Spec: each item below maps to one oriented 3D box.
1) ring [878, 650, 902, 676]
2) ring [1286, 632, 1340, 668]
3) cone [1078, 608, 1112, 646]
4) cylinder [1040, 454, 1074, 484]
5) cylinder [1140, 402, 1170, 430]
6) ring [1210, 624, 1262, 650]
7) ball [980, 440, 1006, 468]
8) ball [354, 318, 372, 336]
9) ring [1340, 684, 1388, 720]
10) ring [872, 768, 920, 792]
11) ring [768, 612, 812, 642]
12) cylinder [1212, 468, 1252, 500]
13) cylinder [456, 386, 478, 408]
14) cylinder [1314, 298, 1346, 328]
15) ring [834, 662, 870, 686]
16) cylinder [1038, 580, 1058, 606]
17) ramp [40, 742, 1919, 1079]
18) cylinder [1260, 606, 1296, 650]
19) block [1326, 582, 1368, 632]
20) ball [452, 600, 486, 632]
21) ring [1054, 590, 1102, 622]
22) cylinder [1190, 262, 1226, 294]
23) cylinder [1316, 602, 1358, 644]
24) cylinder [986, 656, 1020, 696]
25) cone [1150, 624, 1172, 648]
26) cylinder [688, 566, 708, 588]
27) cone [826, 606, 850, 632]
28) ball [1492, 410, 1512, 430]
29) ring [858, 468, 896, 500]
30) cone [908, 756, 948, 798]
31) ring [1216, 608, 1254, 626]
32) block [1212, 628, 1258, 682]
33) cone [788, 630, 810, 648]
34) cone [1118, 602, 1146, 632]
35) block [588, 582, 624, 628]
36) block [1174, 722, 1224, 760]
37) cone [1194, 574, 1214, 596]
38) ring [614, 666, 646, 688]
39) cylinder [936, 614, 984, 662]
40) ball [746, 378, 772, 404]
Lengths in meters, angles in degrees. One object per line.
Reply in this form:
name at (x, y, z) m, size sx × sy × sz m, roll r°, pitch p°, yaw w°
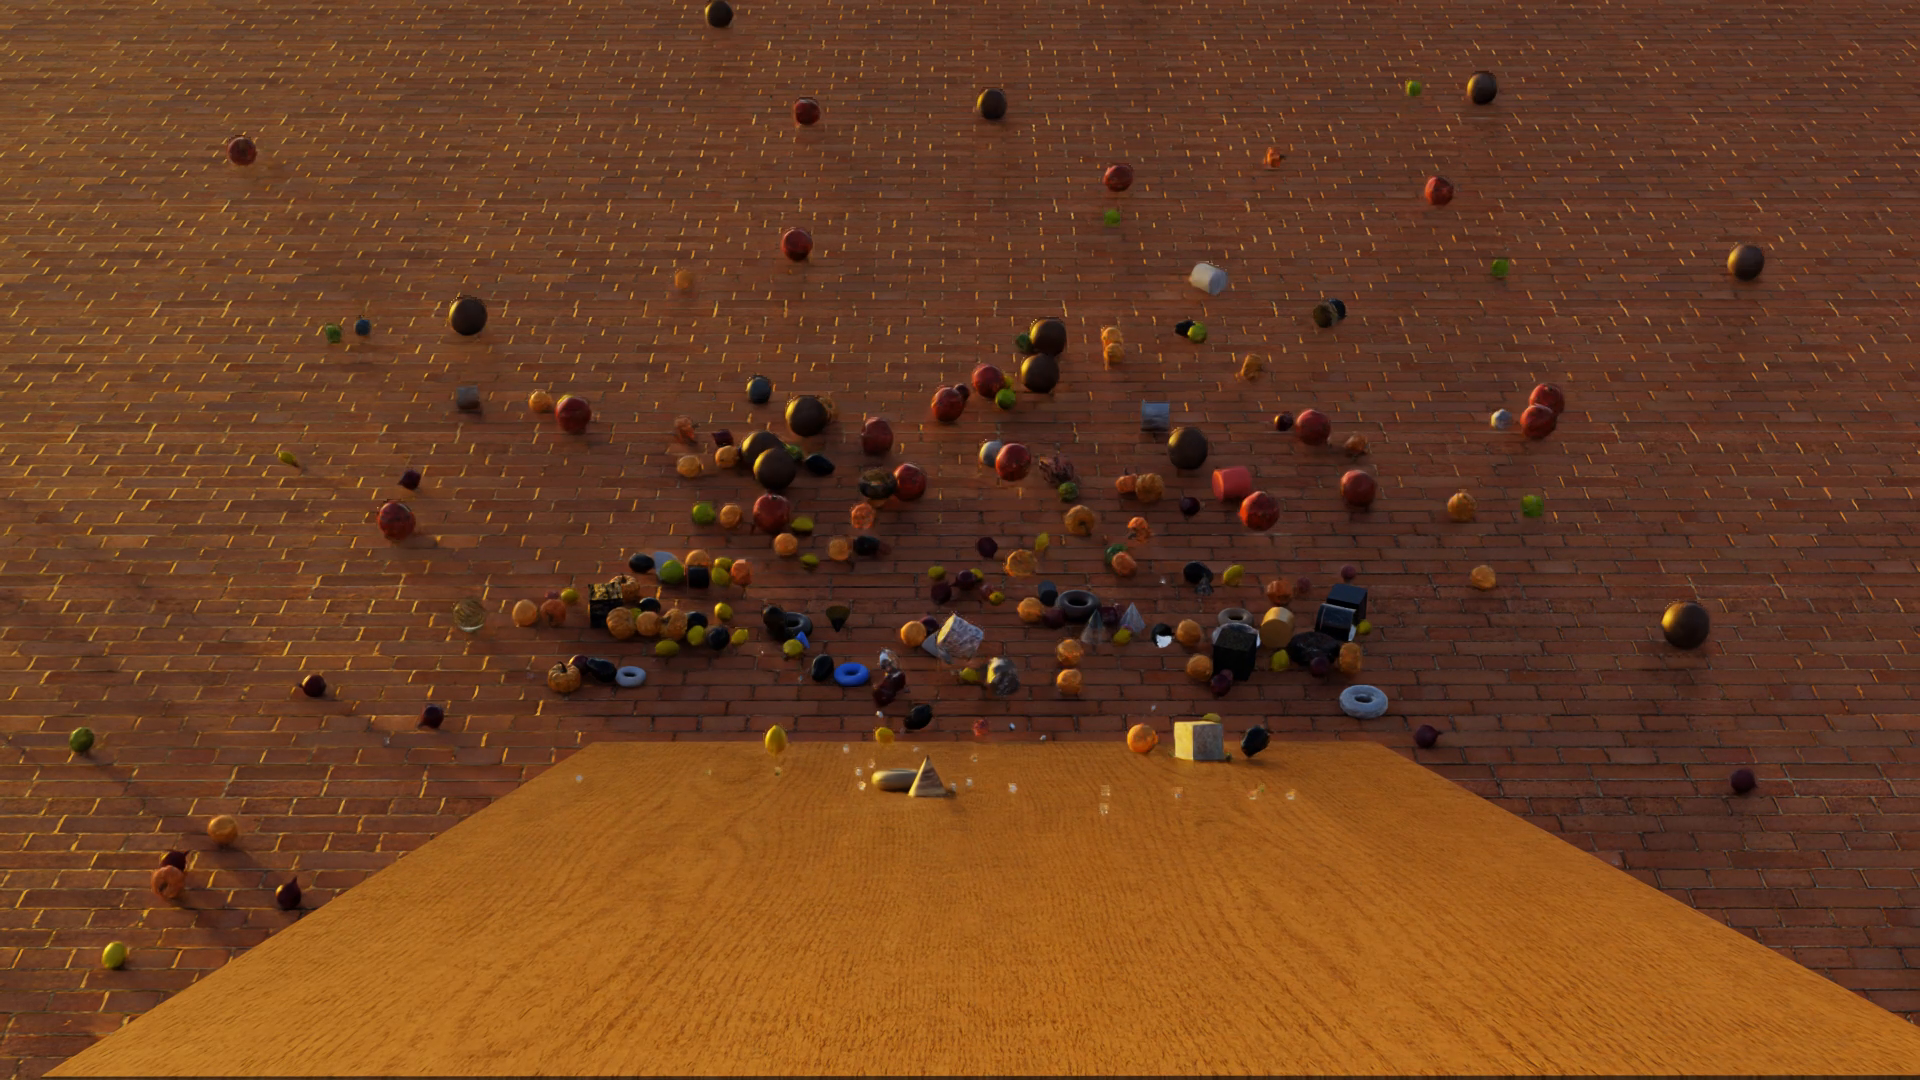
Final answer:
ring at (-0.187, 0.331, 6.952) m, size 0.026 × 0.078 × 0.078 m, roll -32°, pitch 13°, yaw 31°
ring at (0.977, 0.302, 7.147) m, size 0.147 × 0.049 × 0.147 m, roll 0°, pitch 29°, yaw 0°
cone at (0.380, 0.228, 7.232) m, size 0.097 × 0.097 × 0.097 m, roll 0°, pitch 29°, yaw 0°
cylinder at (0.302, -0.221, 8.068) m, size 0.077 × 0.077 × 0.077 m, roll -12°, pitch 31°, yaw -21°
cylinder at (0.633, -0.400, 8.379) m, size 0.091 × 0.091 × 0.091 m, roll 1°, pitch 29°, yaw 3°
ring at (0.767, 0.278, 7.193) m, size 0.143 × 0.048 × 0.143 m, roll -1°, pitch 29°, yaw 1°
ball at (0.106, -0.271, 8.151) m, size 0.085 × 0.085 × 0.085 m, roll 0°, pitch 29°, yaw 0°
ball at (-2.088, -0.744, 9.035) m, size 0.062 × 0.062 × 0.062 m, roll 0°, pitch 29°, yaw 0°
ring at (1.080, 0.433, 6.915) m, size 0.131 × 0.044 × 0.131 m, roll 0°, pitch 30°, yaw 0°
ring at (-0.125, 0.504, 5.435) m, size 0.123 × 0.041 × 0.123 m, roll 1°, pitch 0°, yaw 0°
ring at (-0.477, 0.245, 7.257) m, size 0.129 × 0.043 × 0.129 m, roll 1°, pitch 29°, yaw -1°
cylinder at (0.838, -0.172, 7.964) m, size 0.093 × 0.093 × 0.093 m, roll -9°, pitch 30°, yaw -15°
cylinder at (-1.626, -0.473, 8.535) m, size 0.068 × 0.068 × 0.068 m, roll -5°, pitch 29°, yaw -10°
cylinder at (1.303, -0.801, 9.116) m, size 0.083 × 0.083 × 0.083 m, roll 24°, pitch 37°, yaw 37°
ring at (-0.296, 0.367, 7.046) m, size 0.097 × 0.032 × 0.097 m, roll 0°, pitch 30°, yaw 0°
cylinder at (0.253, 0.152, 7.414) m, size 0.053 × 0.053 × 0.053 m, roll -3°, pitch 29°, yaw -6°
ramp at (0.065, 0.580, 4.626) m, size 2.000 × 0.100 × 4.000 m, roll 0°, pitch 0°, yaw 0°
cylinder at (0.884, 0.245, 7.194) m, size 0.091 × 0.091 × 0.091 m, roll 7°, pitch 22°, yaw 12°
block at (1.091, 0.191, 7.302) m, size 0.093 × 0.093 × 0.093 m, roll 12°, pitch 31°, yaw 20°
ball at (-1.378, 0.213, 7.262) m, size 0.093 × 0.093 × 0.093 m, roll 0°, pitch 29°, yaw 0°
ring at (0.335, 0.188, 7.359) m, size 0.137 × 0.046 × 0.137 m, roll 1°, pitch 30°, yaw -1°
cylinder at (0.900, -0.947, 9.368) m, size 0.093 × 0.093 × 0.093 m, roll -22°, pitch 37°, yaw -34°
cylinder at (1.053, 0.232, 7.226) m, size 0.096 × 0.096 × 0.096 m, roll 12°, pitch 31°, yaw 21°
cylinder at (0.114, 0.369, 6.992) m, size 0.080 × 0.080 × 0.080 m, roll -4°, pitch 29°, yaw -8°
cone at (0.547, 0.266, 7.231) m, size 0.068 × 0.068 × 0.068 m, roll -15°, pitch 6°, yaw -25°
cylinder at (-0.758, 0.107, 7.493) m, size 0.057 × 0.057 × 0.057 m, roll -2°, pitch 29°, yaw -9°
cone at (-0.345, 0.233, 7.290) m, size 0.071 × 0.071 × 0.071 m, roll 0°, pitch 55°, yaw 0°
ball at (1.757, -0.389, 8.383) m, size 0.067 × 0.067 × 0.067 m, roll 0°, pitch 29°, yaw 0°
ring at (-0.251, -0.171, 7.879) m, size 0.118 × 0.039 × 0.118 m, roll 0°, pitch 44°, yaw 0°
cone at (-0.066, 0.483, 5.325) m, size 0.085 × 0.085 × 0.085 m, roll 0°, pitch 0°, yaw 0°
ring at (0.778, 0.227, 7.299) m, size 0.106 × 0.035 × 0.106 m, roll 0°, pitch 30°, yaw 0°
block at (0.751, 0.315, 7.074) m, size 0.097 × 0.097 × 0.097 m, roll 10°, pitch 30°, yaw 17°
cone at (-0.456, 0.288, 7.197) m, size 0.054 × 0.054 × 0.054 m, roll -25°, pitch 27°, yaw 10°
cone at (0.486, 0.207, 7.290) m, size 0.078 × 0.078 × 0.078 m, roll 0°, pitch 29°, yaw 0°
block at (-1.001, 0.184, 7.316) m, size 0.092 × 0.092 × 0.092 m, roll -4°, pitch 29°, yaw -8°
block at (0.568, 0.477, 6.155) m, size 0.084 × 0.084 × 0.084 m, roll 0°, pitch 0°, yaw -26°
cone at (0.705, 0.122, 7.465) m, size 0.058 × 0.058 × 0.058 m, roll 0°, pitch 29°, yaw 0°
ring at (-0.897, 0.372, 7.040) m, size 0.086 × 0.029 × 0.086 m, roll 3°, pitch 28°, yaw -1°
cylinder at (0.001, 0.264, 6.987) m, size 0.094 × 0.094 × 0.094 m, roll 31°, pitch 28°, yaw -10°
ball at (-0.666, -0.495, 8.560) m, size 0.083 × 0.083 × 0.083 m, roll 0°, pitch 29°, yaw 0°
